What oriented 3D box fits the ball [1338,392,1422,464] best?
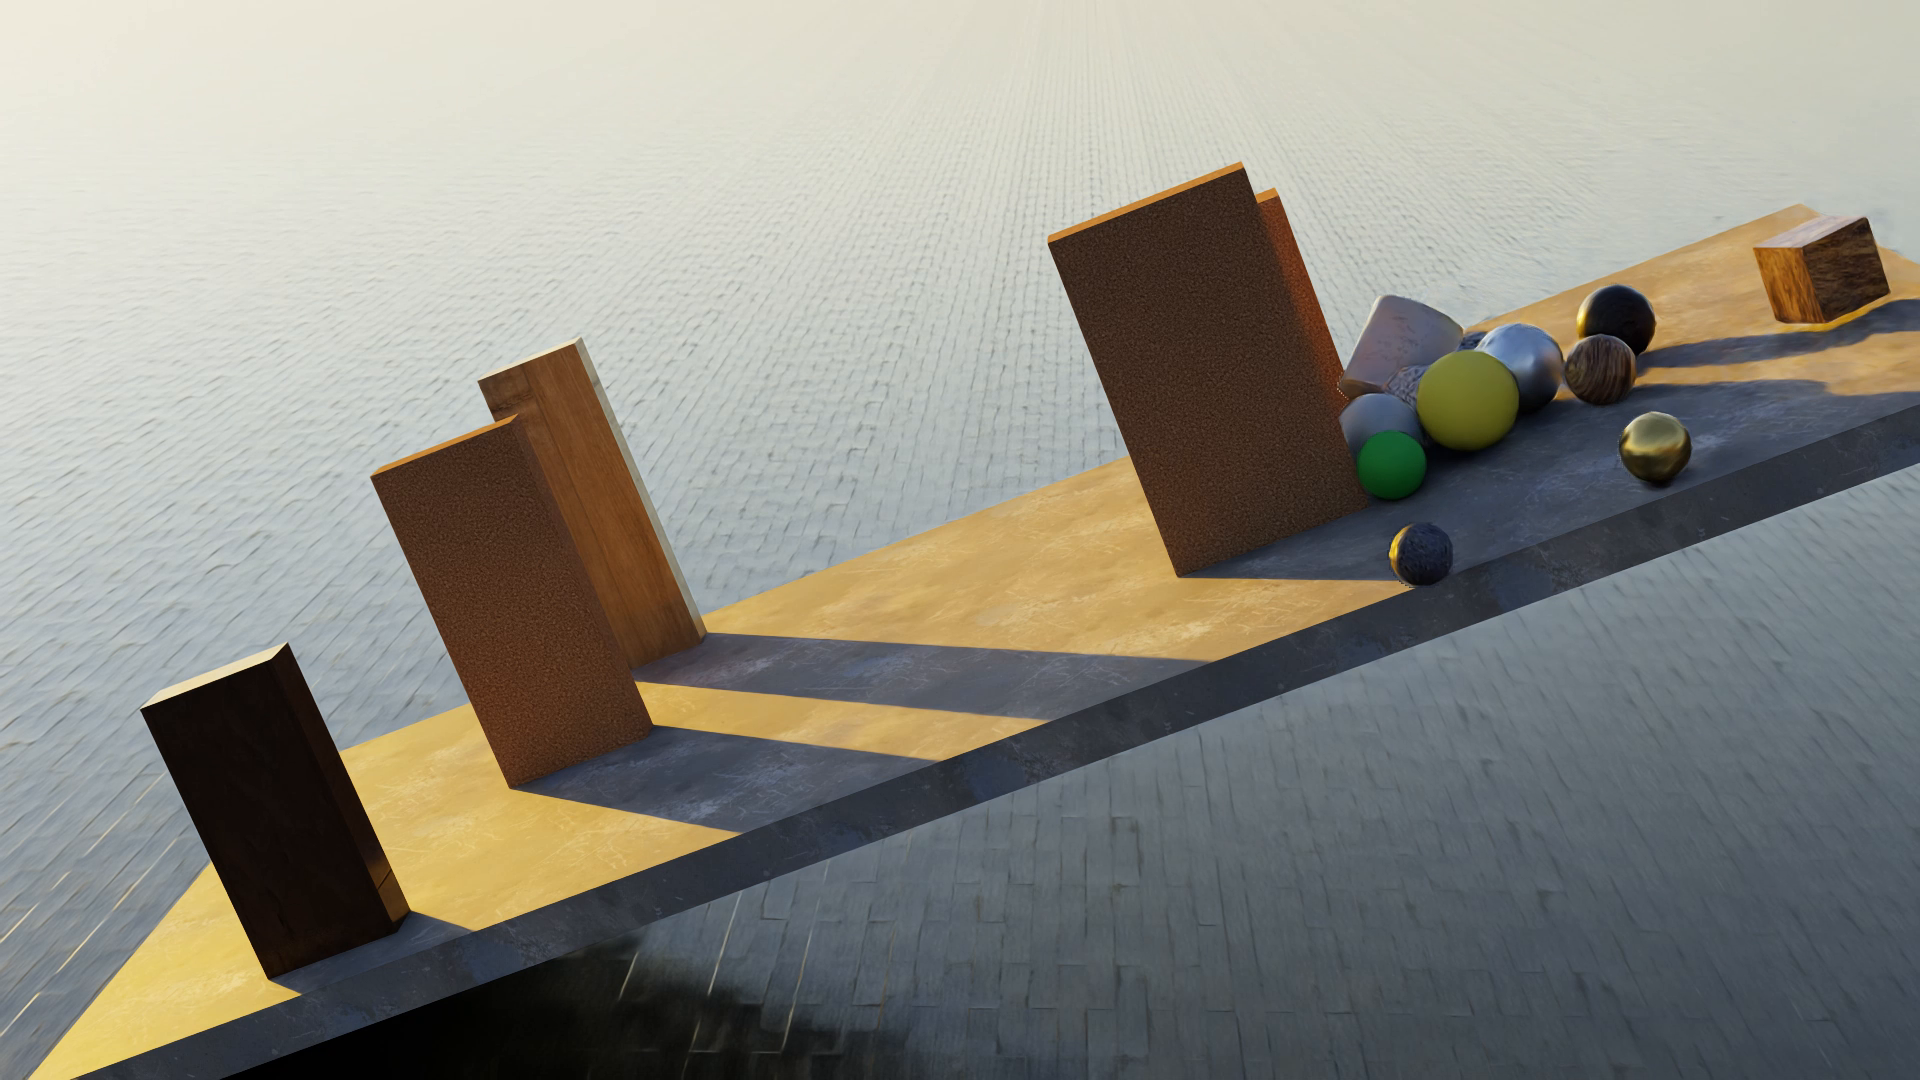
[{"bbox_3d":[0.854,-0.212,6.008,0.178,0.178,0.178,0,14,0],"label":"ball"}]

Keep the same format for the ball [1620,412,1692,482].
[{"bbox_3d":[1.239,-0.165,5.238,0.127,0.127,0.127,0,14,0],"label":"ball"}]

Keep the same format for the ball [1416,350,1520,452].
[{"bbox_3d":[1.025,-0.281,5.942,0.206,0.206,0.206,0,14,0],"label":"ball"}]

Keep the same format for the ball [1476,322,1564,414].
[{"bbox_3d":[1.152,-0.354,6.077,0.190,0.190,0.190,0,14,0],"label":"ball"}]

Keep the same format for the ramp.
[{"bbox_3d":[0.122,0.174,6.292,4.000,0.100,2.000,-21,12,7],"label":"ramp"}]

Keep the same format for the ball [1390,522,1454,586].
[{"bbox_3d":[0.814,0.026,5.188,0.112,0.112,0.112,0,14,0],"label":"ball"}]

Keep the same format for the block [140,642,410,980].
[{"bbox_3d":[-1.311,0.522,5.653,0.275,0.583,0.121,-21,12,7],"label":"block"}]

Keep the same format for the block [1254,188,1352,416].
[{"bbox_3d":[0.594,-0.424,6.461,0.426,0.570,0.145,-21,12,7],"label":"block"}]

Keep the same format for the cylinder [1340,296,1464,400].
[{"bbox_3d":[0.951,-0.388,6.330,0.204,0.204,0.204,24,-10,4],"label":"cylinder"}]

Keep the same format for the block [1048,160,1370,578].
[{"bbox_3d":[0.497,-0.337,5.871,0.411,0.725,0.114,-21,12,7],"label":"block"}]

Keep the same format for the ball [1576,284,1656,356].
[{"bbox_3d":[1.380,-0.456,6.185,0.164,0.164,0.164,0,14,0],"label":"ball"}]

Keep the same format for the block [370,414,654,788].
[{"bbox_3d":[-0.963,0.135,6.347,0.326,0.744,0.099,-21,12,7],"label":"block"}]

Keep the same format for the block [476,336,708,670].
[{"bbox_3d":[-0.875,-0.075,7.033,0.251,0.781,0.098,-21,12,7],"label":"block"}]

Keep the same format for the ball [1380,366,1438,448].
[{"bbox_3d":[0.956,-0.278,6.134,0.173,0.173,0.173,0,14,0],"label":"ball"}]

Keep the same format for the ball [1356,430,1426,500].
[{"bbox_3d":[0.855,-0.149,5.829,0.138,0.138,0.138,0,14,0],"label":"ball"}]

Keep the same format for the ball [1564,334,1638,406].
[{"bbox_3d":[1.285,-0.341,5.897,0.143,0.143,0.143,0,14,0],"label":"ball"}]

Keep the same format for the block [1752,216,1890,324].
[{"bbox_3d":[1.702,-0.534,5.814,0.161,0.161,0.161,-25,13,-15],"label":"block"}]

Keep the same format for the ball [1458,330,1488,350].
[{"bbox_3d":[1.133,-0.395,6.449,0.127,0.127,0.127,0,14,0],"label":"ball"}]
